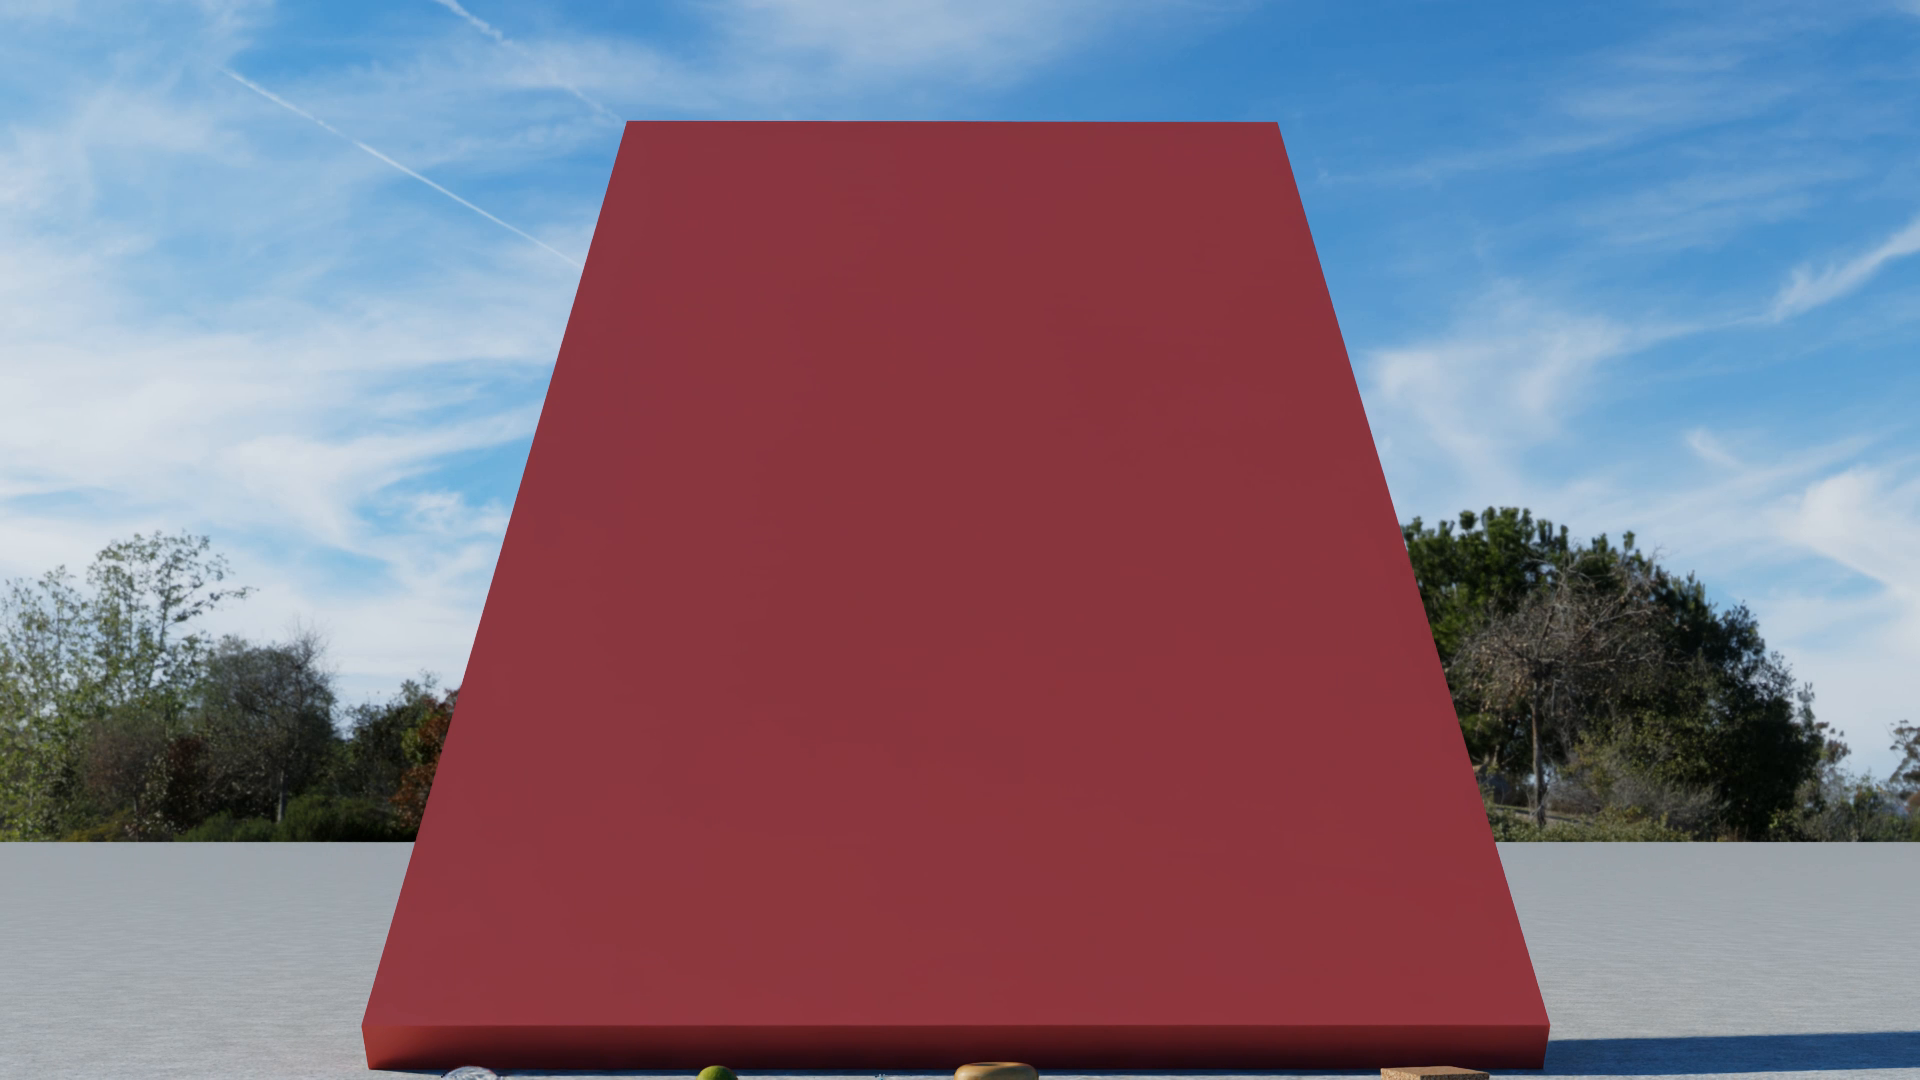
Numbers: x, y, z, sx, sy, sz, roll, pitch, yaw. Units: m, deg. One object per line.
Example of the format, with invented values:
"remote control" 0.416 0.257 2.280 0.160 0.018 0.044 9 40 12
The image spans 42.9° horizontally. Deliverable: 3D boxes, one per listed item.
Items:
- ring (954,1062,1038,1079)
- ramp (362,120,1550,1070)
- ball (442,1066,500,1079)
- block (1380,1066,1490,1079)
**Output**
"ring" 0.056 0.833 3.779 0.132 0.044 0.132 0 -8 0
"ramp" -0.015 -0.193 5.834 2.000 0.100 4.000 0 32 0
"ball" -0.635 0.731 3.165 0.098 0.098 0.098 0 -7 0
"block" 0.602 0.722 3.093 0.099 0.099 0.099 2 -7 -19
